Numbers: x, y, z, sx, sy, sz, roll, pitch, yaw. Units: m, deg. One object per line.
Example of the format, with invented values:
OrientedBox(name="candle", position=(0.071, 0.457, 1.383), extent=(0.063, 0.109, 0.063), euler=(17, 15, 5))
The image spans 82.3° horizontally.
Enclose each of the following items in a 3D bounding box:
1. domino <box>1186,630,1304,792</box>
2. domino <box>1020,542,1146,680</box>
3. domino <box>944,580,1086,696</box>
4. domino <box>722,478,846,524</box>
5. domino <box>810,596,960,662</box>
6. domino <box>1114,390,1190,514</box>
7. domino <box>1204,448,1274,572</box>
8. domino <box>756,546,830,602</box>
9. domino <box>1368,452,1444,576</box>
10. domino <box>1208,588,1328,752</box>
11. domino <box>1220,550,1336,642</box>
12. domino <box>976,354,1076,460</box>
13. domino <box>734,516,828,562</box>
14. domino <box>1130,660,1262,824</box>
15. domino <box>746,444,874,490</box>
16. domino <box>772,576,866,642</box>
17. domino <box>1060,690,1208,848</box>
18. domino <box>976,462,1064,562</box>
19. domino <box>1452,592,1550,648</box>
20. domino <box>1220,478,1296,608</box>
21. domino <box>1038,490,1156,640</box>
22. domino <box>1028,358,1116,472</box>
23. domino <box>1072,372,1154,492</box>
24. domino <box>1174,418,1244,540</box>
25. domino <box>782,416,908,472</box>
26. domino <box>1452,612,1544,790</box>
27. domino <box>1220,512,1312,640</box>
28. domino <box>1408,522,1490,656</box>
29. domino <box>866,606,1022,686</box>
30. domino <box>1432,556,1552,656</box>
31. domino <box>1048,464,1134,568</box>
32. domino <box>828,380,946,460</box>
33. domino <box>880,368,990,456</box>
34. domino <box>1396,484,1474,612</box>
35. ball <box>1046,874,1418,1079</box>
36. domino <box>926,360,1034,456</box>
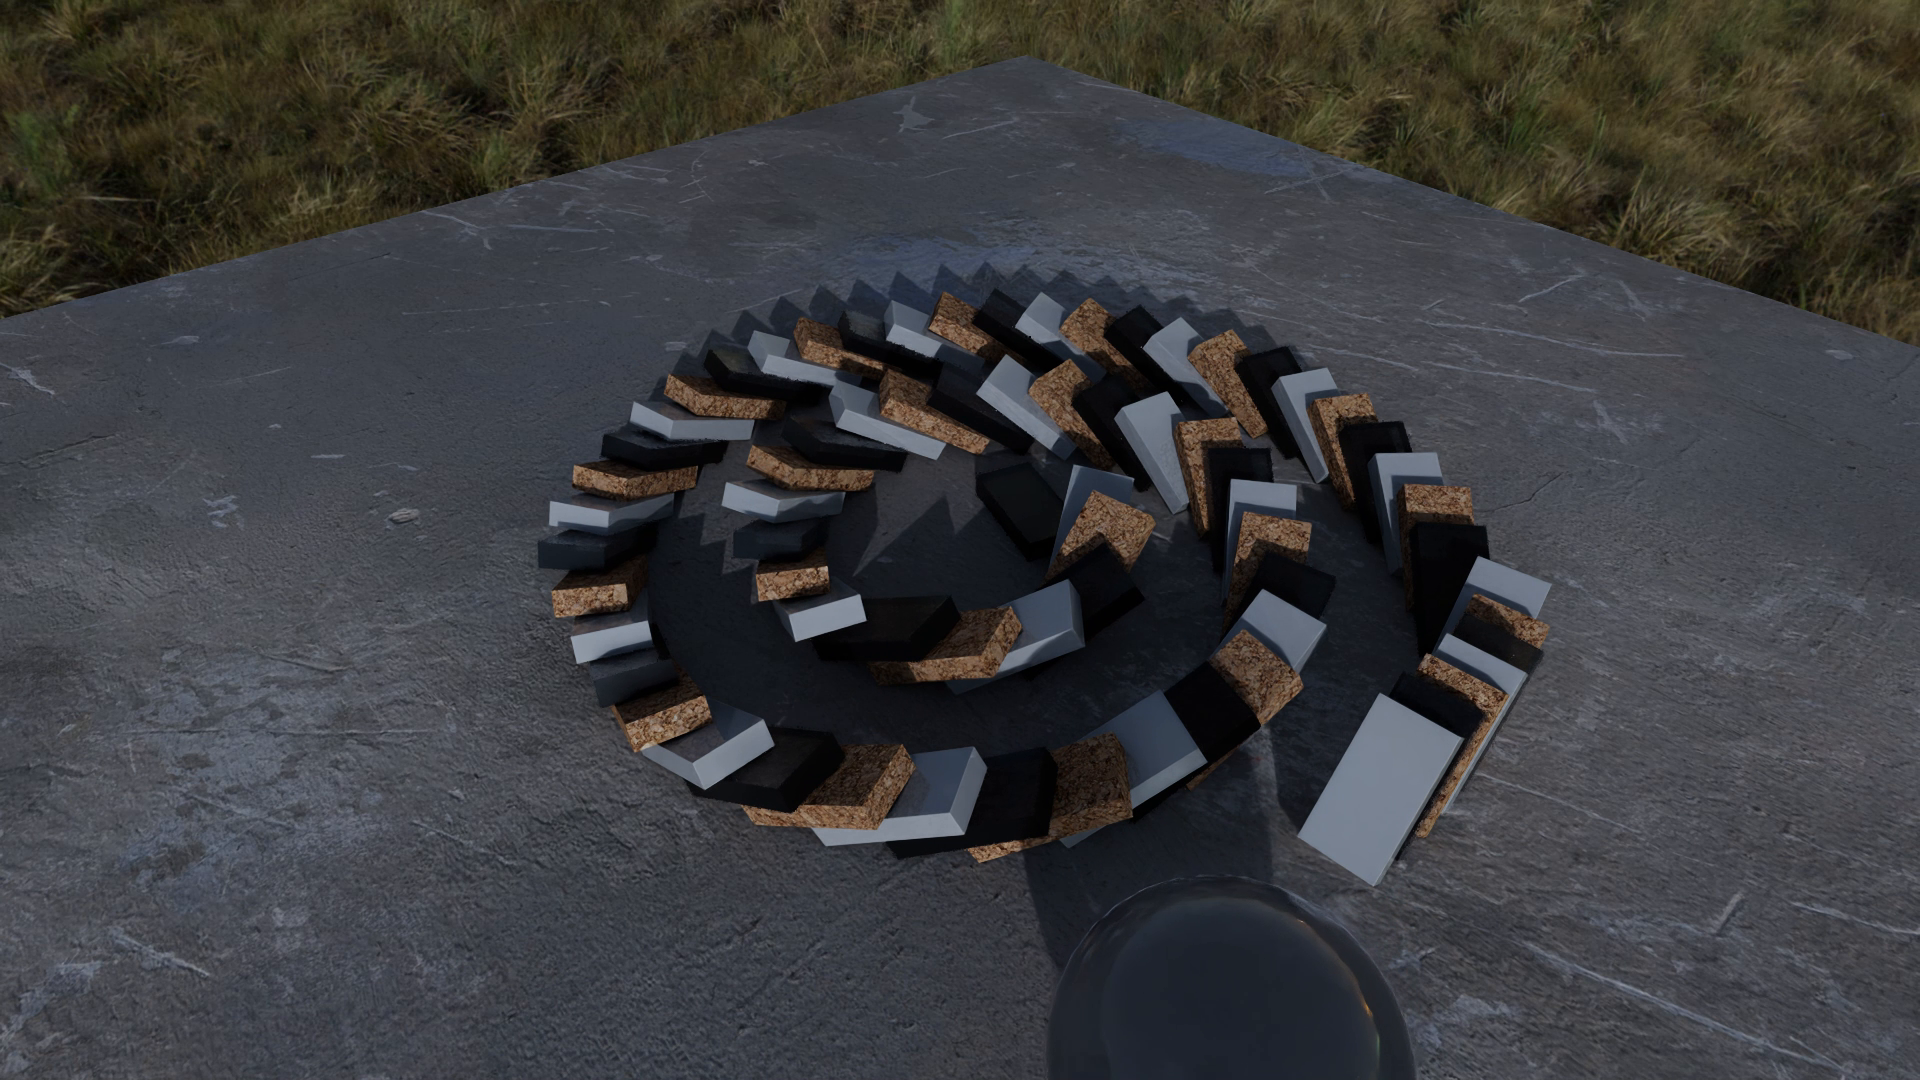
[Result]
OrientedBox(name="domino", position=(0.084, 0.055, 0.359), extent=(0.050, 0.009, 0.025), euler=(-41, 49, -4))
OrientedBox(name="domino", position=(0.038, 0.025, 0.393), extent=(0.050, 0.010, 0.025), euler=(-36, 43, 6))
OrientedBox(name="domino", position=(0.018, 0.034, 0.383), extent=(0.050, 0.009, 0.025), euler=(-23, 35, 19))
OrientedBox(name="domino", position=(-0.070, -0.017, 0.445), extent=(0.025, 0.010, 0.050), euler=(18, 13, 22))
OrientedBox(name="domino", position=(-0.027, 0.031, 0.387), extent=(0.050, 0.009, 0.025), euler=(-5, 29, 42))
OrientedBox(name="domino", position=(0.090, -0.038, 0.472), extent=(0.025, 0.010, 0.050), euler=(-21, 72, -24))
OrientedBox(name="domino", position=(0.113, -0.012, 0.441), extent=(0.025, 0.009, 0.050), euler=(0, 67, 0))
OrientedBox(name="domino", position=(-0.062, 0.012, 0.409), extent=(0.025, 0.010, 0.050), euler=(-7, 9, -7))
OrientedBox(name="domino", position=(0.181, -0.011, 0.439), extent=(0.025, 0.009, 0.050), euler=(-1, 66, -1))
OrientedBox(name="domino", position=(0.099, 0.044, 0.372), extent=(0.025, 0.010, 0.050), euler=(33, 78, 34))
OrientedBox(name="domino", position=(0.110, 0.031, 0.388), extent=(0.025, 0.010, 0.050), euler=(24, 74, 26))
OrientedBox(name="domino", position=(0.034, -0.060, 0.499), extent=(0.050, 0.010, 0.025), euler=(37, 44, -3))
OrientedBox(name="domino", position=(-0.069, -0.001, 0.426), extent=(0.025, 0.010, 0.050), euler=(3, 9, 4))
OrientedBox(name="domino", position=(0.067, 0.064, 0.348), extent=(0.050, 0.009, 0.025), euler=(-37, 46, 0))
OrientedBox(name="domino", position=(-0.062, -0.030, 0.462), extent=(0.025, 0.009, 0.050), euler=(30, 19, 31))
OrientedBox(name="domino", position=(-0.052, 0.024, 0.394), extent=(0.025, 0.010, 0.050), euler=(-16, 10, -15))
OrientedBox(name="domino", position=(0.048, 0.070, 0.340), extent=(0.050, 0.010, 0.025), euler=(-33, 43, 5))
OrientedBox(name="domino", position=(0.029, -0.013, 0.459), extent=(0.025, 0.010, 0.050), euler=(-16, 42, -19))
OrientedBox(name="domino", position=(0.173, 0.045, 0.369), extent=(0.025, 0.009, 0.050), euler=(29, 78, 30))
OrientedBox(name="domino", position=(0.115, 0.002, 0.423), extent=(0.025, 0.010, 0.050), euler=(6, 67, 7))
OrientedBox(name="domino", position=(0.049, 0.009, 0.410), extent=(0.025, 0.010, 0.050), euler=(26, 83, 27))
OrientedBox(name="domino", position=(0.057, -0.056, 0.494), extent=(0.050, 0.010, 0.025), euler=(48, 53, 8))
OrientedBox(name="domino", position=(0.075, -0.048, 0.484), extent=(0.025, 0.010, 0.050), euler=(-29, 76, -30))
OrientedBox(name="domino", position=(0.107, -0.026, 0.457), extent=(0.025, 0.010, 0.050), euler=(-6, 68, -7))
OrientedBox(name="domino", position=(-0.049, -0.041, 0.475), extent=(0.050, 0.010, 0.025), euler=(3, 28, -47))
OrientedBox(name="domino", position=(0.162, 0.052, 0.354), extent=(0.025, 0.050, 0.009), euler=(31, 6, 32))
OrientedBox(name="domino", position=(0.113, 0.016, 0.406), extent=(0.025, 0.010, 0.050), euler=(11, 68, 13))
OrientedBox(name="domino", position=(0.181, 0.019, 0.404), extent=(0.025, 0.010, 0.050), euler=(4, 65, 5))
OrientedBox(name="domino", position=(-0.006, 0.037, 0.380), extent=(0.050, 0.010, 0.025), euler=(-10, 31, 37))
OrientedBox(name="domino", position=(0.183, 0.033, 0.383), extent=(0.025, 0.009, 0.050), euler=(25, 76, 25))
OrientedBox(name="domino", position=(0.052, -0.005, 0.435), extent=(0.025, 0.010, 0.050), euler=(13, 59, 5))
OrientedBox(name="domino", position=(-0.032, -0.053, 0.490), extent=(0.050, 0.010, 0.025), euler=(17, 32, -27))
OrientedBox(name="domino", position=(-0.012, -0.058, 0.496), extent=(0.050, 0.010, 0.025), euler=(21, 34, -21))
OrientedBox(name="domino", position=(0.184, 0.004, 0.422), extent=(0.025, 0.010, 0.050), euler=(4, 66, 4))
OrientedBox(name="ball", position=(0.059, 0.116, 0.246), extent=(0.080, 0.080, 0.080), euler=(0, 39, 0))
OrientedBox(name="domino", position=(0.011, -0.060, 0.499), extent=(0.050, 0.009, 0.025), euler=(27, 39, -12))
